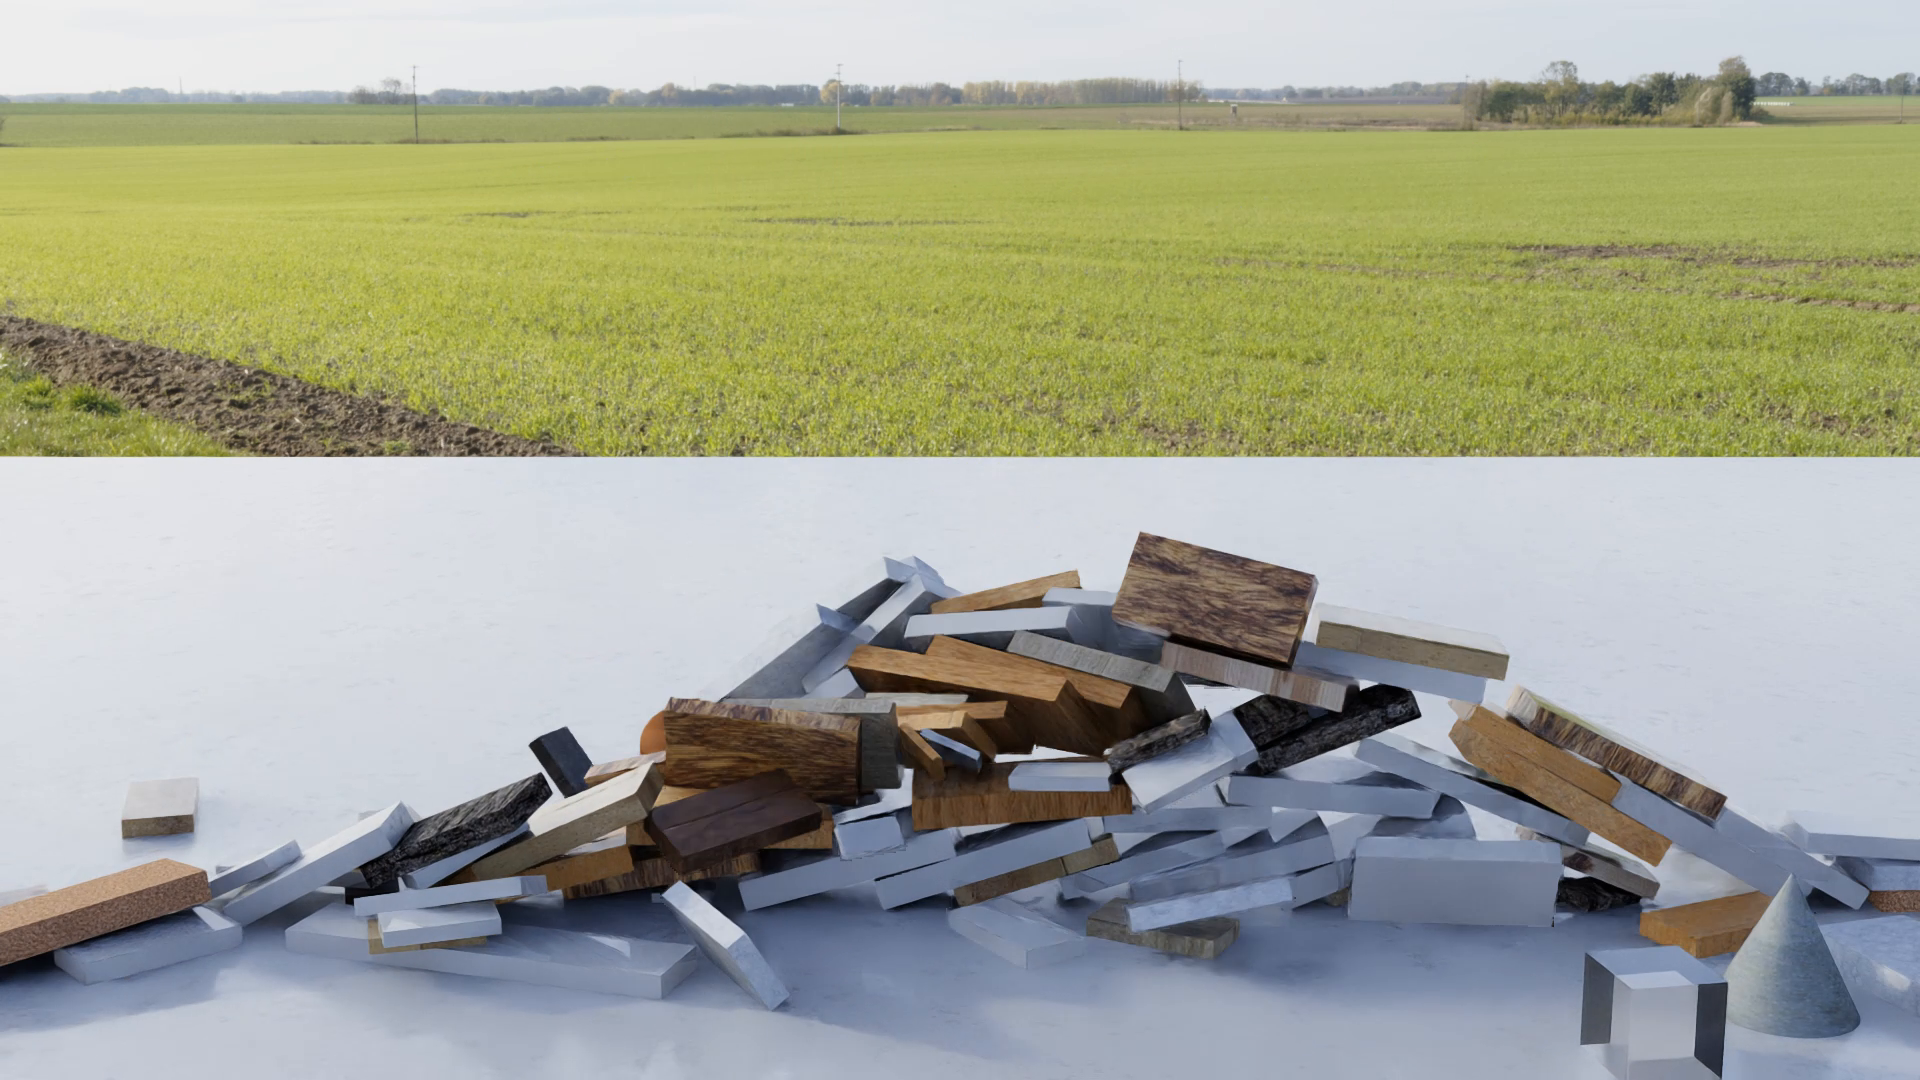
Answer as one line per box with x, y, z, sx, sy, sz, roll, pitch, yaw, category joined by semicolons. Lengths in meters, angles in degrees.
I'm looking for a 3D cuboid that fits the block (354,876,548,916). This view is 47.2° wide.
-0.785;0.549;3.394;0.274;0.028;0.099;-9;-10;11;block

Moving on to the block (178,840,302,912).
-1.179;0.549;3.588;0.193;0.027;0.096;-25;3;17;block

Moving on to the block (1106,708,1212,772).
0.322;0.323;3.547;0.166;0.023;0.083;-24;7;17;block

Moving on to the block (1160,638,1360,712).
0.498;0.212;3.629;0.306;0.043;0.153;14;11;18;block

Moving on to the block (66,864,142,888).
-1.422;0.583;3.629;0.100;0.028;0.200;-2;11;-10;block

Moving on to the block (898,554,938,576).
-0.139;0.087;4.083;0.181;0.026;0.090;-23;-31;21;block

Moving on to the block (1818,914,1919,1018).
1.454;0.653;3.194;0.178;0.050;0.451;-3;11;-17;block

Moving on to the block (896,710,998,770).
-0.061;0.344;3.752;0.227;0.113;0.032;-8;49;33;block

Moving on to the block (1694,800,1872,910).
1.351;0.507;3.638;0.280;0.040;0.140;30;9;-5;block

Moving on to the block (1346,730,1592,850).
0.837;0.401;3.649;0.406;0.039;0.137;22;9;-2;block

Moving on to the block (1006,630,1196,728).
0.245;0.249;3.746;0.317;0.158;0.045;13;60;35;block

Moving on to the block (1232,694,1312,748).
0.436;0.324;3.607;0.266;0.028;0.098;-26;24;-2;block

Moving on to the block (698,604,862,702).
-0.320;0.238;4.072;0.311;0.044;0.156;-37;-37;24;block

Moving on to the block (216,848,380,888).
-1.094;0.550;3.689;0.288;0.026;0.091;1;11;13;block

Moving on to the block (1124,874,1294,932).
0.377;0.554;3.356;0.245;0.035;0.122;-11;-7;-1;block

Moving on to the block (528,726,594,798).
-0.702;0.437;4.033;0.027;0.193;0.096;-39;-8;22;block

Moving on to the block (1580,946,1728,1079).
0.943;0.646;2.993;0.137;0.137;0.137;-2;11;-10;block

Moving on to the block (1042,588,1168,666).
0.285;0.157;3.848;0.270;0.135;0.038;4;37;31;block

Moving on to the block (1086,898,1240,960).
0.320;0.612;3.470;0.214;0.030;0.107;6;12;28;block

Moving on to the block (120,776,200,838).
-1.483;0.495;4.085;0.122;0.035;0.245;-3;11;-16;block

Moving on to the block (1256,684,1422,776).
0.614;0.305;3.623;0.274;0.039;0.137;-21;8;5;block

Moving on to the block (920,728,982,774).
-0.015;0.351;3.660;0.107;0.054;0.015;22;62;15;block

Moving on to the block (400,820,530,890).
-0.793;0.496;3.519;0.198;0.028;0.099;-30;10;-26;block

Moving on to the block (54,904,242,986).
-1.251;0.623;3.394;0.245;0.035;0.122;-10;14;-42;block

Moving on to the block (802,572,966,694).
-0.128;0.196;4.033;0.156;0.311;0.044;26;29;-46;block

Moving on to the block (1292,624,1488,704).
0.711;0.203;3.637;0.307;0.043;0.153;12;10;10;block

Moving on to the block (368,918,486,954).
-0.814;0.598;3.359;0.173;0.024;0.086;-3;11;-15;block

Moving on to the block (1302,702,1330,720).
0.520;0.296;3.684;0.195;0.028;0.098;-21;9;9;block

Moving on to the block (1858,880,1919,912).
1.640;0.573;3.649;0.280;0.040;0.140;0;11;-2;block

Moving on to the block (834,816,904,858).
-0.145;0.476;3.528;0.104;0.052;0.015;-7;-30;-24;block

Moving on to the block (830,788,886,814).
-0.313;0.416;3.863;0.333;0.167;0.047;-16;19;20;block

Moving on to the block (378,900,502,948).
-0.787;0.580;3.325;0.173;0.024;0.086;-4;11;-20;block

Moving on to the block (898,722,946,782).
-0.063;0.353;3.659;0.015;0.054;0.107;-30;42;-20;block

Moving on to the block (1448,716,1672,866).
0.989;0.409;3.639;0.355;0.050;0.178;29;9;-2;block

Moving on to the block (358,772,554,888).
-0.803;0.462;3.507;0.288;0.041;0.144;-22;11;20;block

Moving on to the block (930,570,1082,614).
0.092;0.137;3.974;0.270;0.135;0.038;-13;52;3;block

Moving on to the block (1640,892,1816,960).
1.213;0.608;3.477;0.245;0.035;0.122;-5;12;-25;block

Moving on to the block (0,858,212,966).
-1.406;0.588;3.385;0.450;0.049;0.172;-15;10;-39;block

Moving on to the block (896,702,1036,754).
0.003;0.325;3.755;0.227;0.113;0.032;-5;51;31;block

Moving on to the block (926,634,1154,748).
0.140;0.268;3.795;0.406;0.158;0.045;13;60;35;block

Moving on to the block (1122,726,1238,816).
0.350;0.366;3.499;0.166;0.023;0.083;-27;40;-5;block

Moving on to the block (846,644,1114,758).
0.027;0.277;3.830;0.496;0.167;0.047;6;56;43;block

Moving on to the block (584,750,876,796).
-0.400;0.417;3.825;0.507;0.144;0.041;-13;22;19;block

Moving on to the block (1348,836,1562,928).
0.783;0.543;3.497;0.317;0.153;0.043;1;40;6;block

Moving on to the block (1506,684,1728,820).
1.080;0.348;3.629;0.346;0.043;0.153;26;9;-5;block

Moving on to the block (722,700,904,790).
-0.251;0.343;3.703;0.299;0.149;0.042;-1;27;12;block

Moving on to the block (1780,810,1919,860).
1.534;0.490;3.626;0.315;0.035;0.122;4;11;1;block
